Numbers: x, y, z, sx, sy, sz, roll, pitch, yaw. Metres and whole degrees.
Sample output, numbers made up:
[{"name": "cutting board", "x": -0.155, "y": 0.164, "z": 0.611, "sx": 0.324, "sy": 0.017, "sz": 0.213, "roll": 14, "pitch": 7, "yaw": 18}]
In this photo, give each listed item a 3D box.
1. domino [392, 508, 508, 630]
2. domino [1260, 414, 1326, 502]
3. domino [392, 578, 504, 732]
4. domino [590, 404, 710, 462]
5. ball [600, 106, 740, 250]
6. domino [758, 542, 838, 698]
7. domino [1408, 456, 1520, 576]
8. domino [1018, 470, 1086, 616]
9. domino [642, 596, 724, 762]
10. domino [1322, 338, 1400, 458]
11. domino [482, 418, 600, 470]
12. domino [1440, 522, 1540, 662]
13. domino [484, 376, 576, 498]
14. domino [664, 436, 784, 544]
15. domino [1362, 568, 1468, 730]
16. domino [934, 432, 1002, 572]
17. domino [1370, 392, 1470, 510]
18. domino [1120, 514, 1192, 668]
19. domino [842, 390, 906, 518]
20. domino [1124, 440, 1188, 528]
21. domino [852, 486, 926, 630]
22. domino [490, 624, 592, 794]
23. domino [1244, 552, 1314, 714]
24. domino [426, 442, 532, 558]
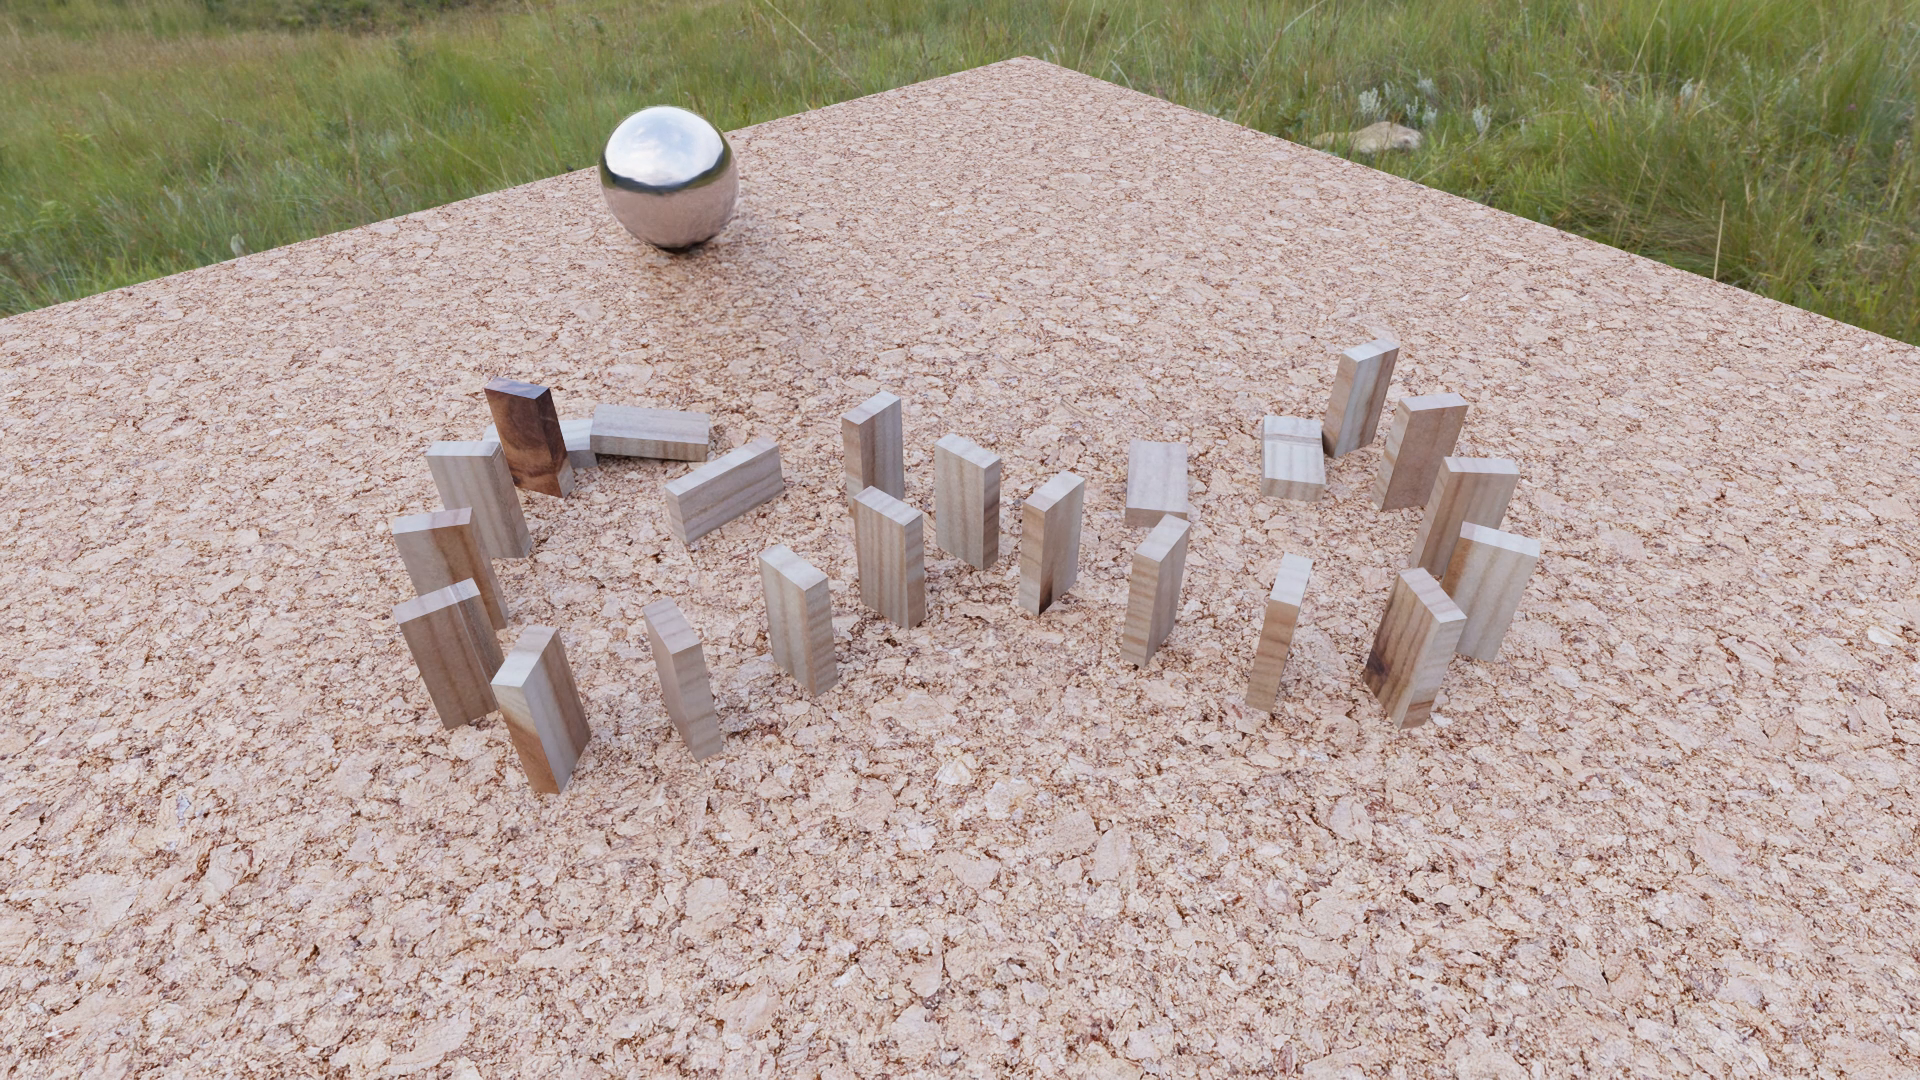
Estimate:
[{"name": "domino", "x": -0.182, "y": 0.013, "z": 0.396, "sx": 0.025, "sy": 0.050, "sz": 0.010, "roll": -9, "pitch": 40, "yaw": -10}, {"name": "domino", "x": 0.147, "y": -0.037, "z": 0.488, "sx": 0.025, "sy": 0.010, "sz": 0.050, "roll": 7, "pitch": 40, "yaw": 9}, {"name": "domino", "x": -0.166, "y": 0.038, "z": 0.365, "sx": 0.025, "sy": 0.050, "sz": 0.009, "roll": -23, "pitch": 45, "yaw": -26}, {"name": "domino", "x": -0.139, "y": -0.048, "z": 0.495, "sx": 0.050, "sy": 0.010, "sz": 0.025, "roll": 4, "pitch": 38, "yaw": -13}, {"name": "ball", "x": -0.170, "y": -0.212, "z": 0.647, "sx": 0.080, "sy": 0.080, "sz": 0.080, "roll": 0, "pitch": 39, "yaw": 0}, {"name": "domino", "x": -0.055, "y": 0.028, "z": 0.377, "sx": 0.009, "sy": 0.050, "sz": 0.025, "roll": -32, "pitch": 49, "yaw": -33}, {"name": "domino", "x": 0.192, "y": -0.008, "z": 0.421, "sx": 0.025, "sy": 0.050, "sz": 0.009, "roll": 2, "pitch": 39, "yaw": 3}, {"name": "domino", "x": 0.034, "y": 0.001, "z": 0.410, "sx": 0.009, "sy": 0.050, "sz": 0.025, "roll": 27, "pitch": 47, "yaw": 29}, {"name": "domino", "x": -0.089, "y": 0.045, "z": 0.356, "sx": 0.010, "sy": 0.050, "sz": 0.025, "roll": -22, "pitch": 44, "yaw": -25}, {"name": "domino", "x": 0.176, "y": -0.063, "z": 0.488, "sx": 0.025, "sy": 0.050, "sz": 0.010, "roll": -20, "pitch": 43, "yaw": -23}, {"name": "domino", "x": -0.188, "y": -0.042, "z": 0.495, "sx": 0.050, "sy": 0.010, "sz": 0.025, "roll": -4, "pitch": 40, "yaw": -5}, {"name": "domino", "x": 0.183, "y": 0.019, "z": 0.388, "sx": 0.025, "sy": 0.050, "sz": 0.009, "roll": 17, "pitch": 42, "yaw": 20}, {"name": "domino", "x": -0.181, "y": -0.043, "z": 0.464, "sx": 0.025, "sy": 0.050, "sz": 0.010, "roll": 13, "pitch": 41, "yaw": 16}, {"name": "domino", "x": -0.097, "y": -0.021, "z": 0.457, "sx": 0.010, "sy": 0.025, "sz": 0.050, "roll": 32, "pitch": 49, "yaw": 33}, {"name": "domino", "x": 0.150, "y": 0.037, "z": 0.367, "sx": 0.009, "sy": 0.050, "sz": 0.025, "roll": -9, "pitch": 40, "yaw": -10}, {"name": "domino", "x": 0.003, "y": -0.014, "z": 0.429, "sx": 0.025, "sy": 0.050, "sz": 0.010, "roll": 29, "pitch": 47, "yaw": 31}, {"name": "domino", "x": 0.190, "y": -0.036, "z": 0.455, "sx": 0.025, "sy": 0.050, "sz": 0.009, "roll": -7, "pitch": 40, "yaw": -8}, {"name": "domino", "x": 0.069, "y": 0.018, "z": 0.389, "sx": 0.010, "sy": 0.050, "sz": 0.025, "roll": 23, "pitch": 45, "yaw": 25}, {"name": "domino", "x": -0.035, "y": -0.033, "z": 0.452, "sx": 0.010, "sy": 0.050, "sz": 0.025, "roll": 27, "pitch": 46, "yaw": 29}, {"name": "domino", "x": 0.085, "y": -0.024, "z": 0.473, "sx": 0.025, "sy": 0.009, "sz": 0.050, "roll": 6, "pitch": 40, "yaw": 7}, {"name": "domino", "x": -0.026, "y": 0.007, "z": 0.403, "sx": 0.025, "sy": 0.050, "sz": 0.009, "roll": 28, "pitch": 47, "yaw": 30}, {"name": "domino", "x": -0.131, "y": 0.054, "z": 0.346, "sx": 0.009, "sy": 0.050, "sz": 0.025, "roll": 5, "pitch": 40, "yaw": 6}, {"name": "domino", "x": 0.108, "y": 0.032, "z": 0.373, "sx": 0.010, "sy": 0.050, "sz": 0.025, "roll": 16, "pitch": 42, "yaw": 18}, {"name": "domino", "x": -0.187, "y": -0.015, "z": 0.430, "sx": 0.025, "sy": 0.050, "sz": 0.009, "roll": 1, "pitch": 39, "yaw": 1}]
